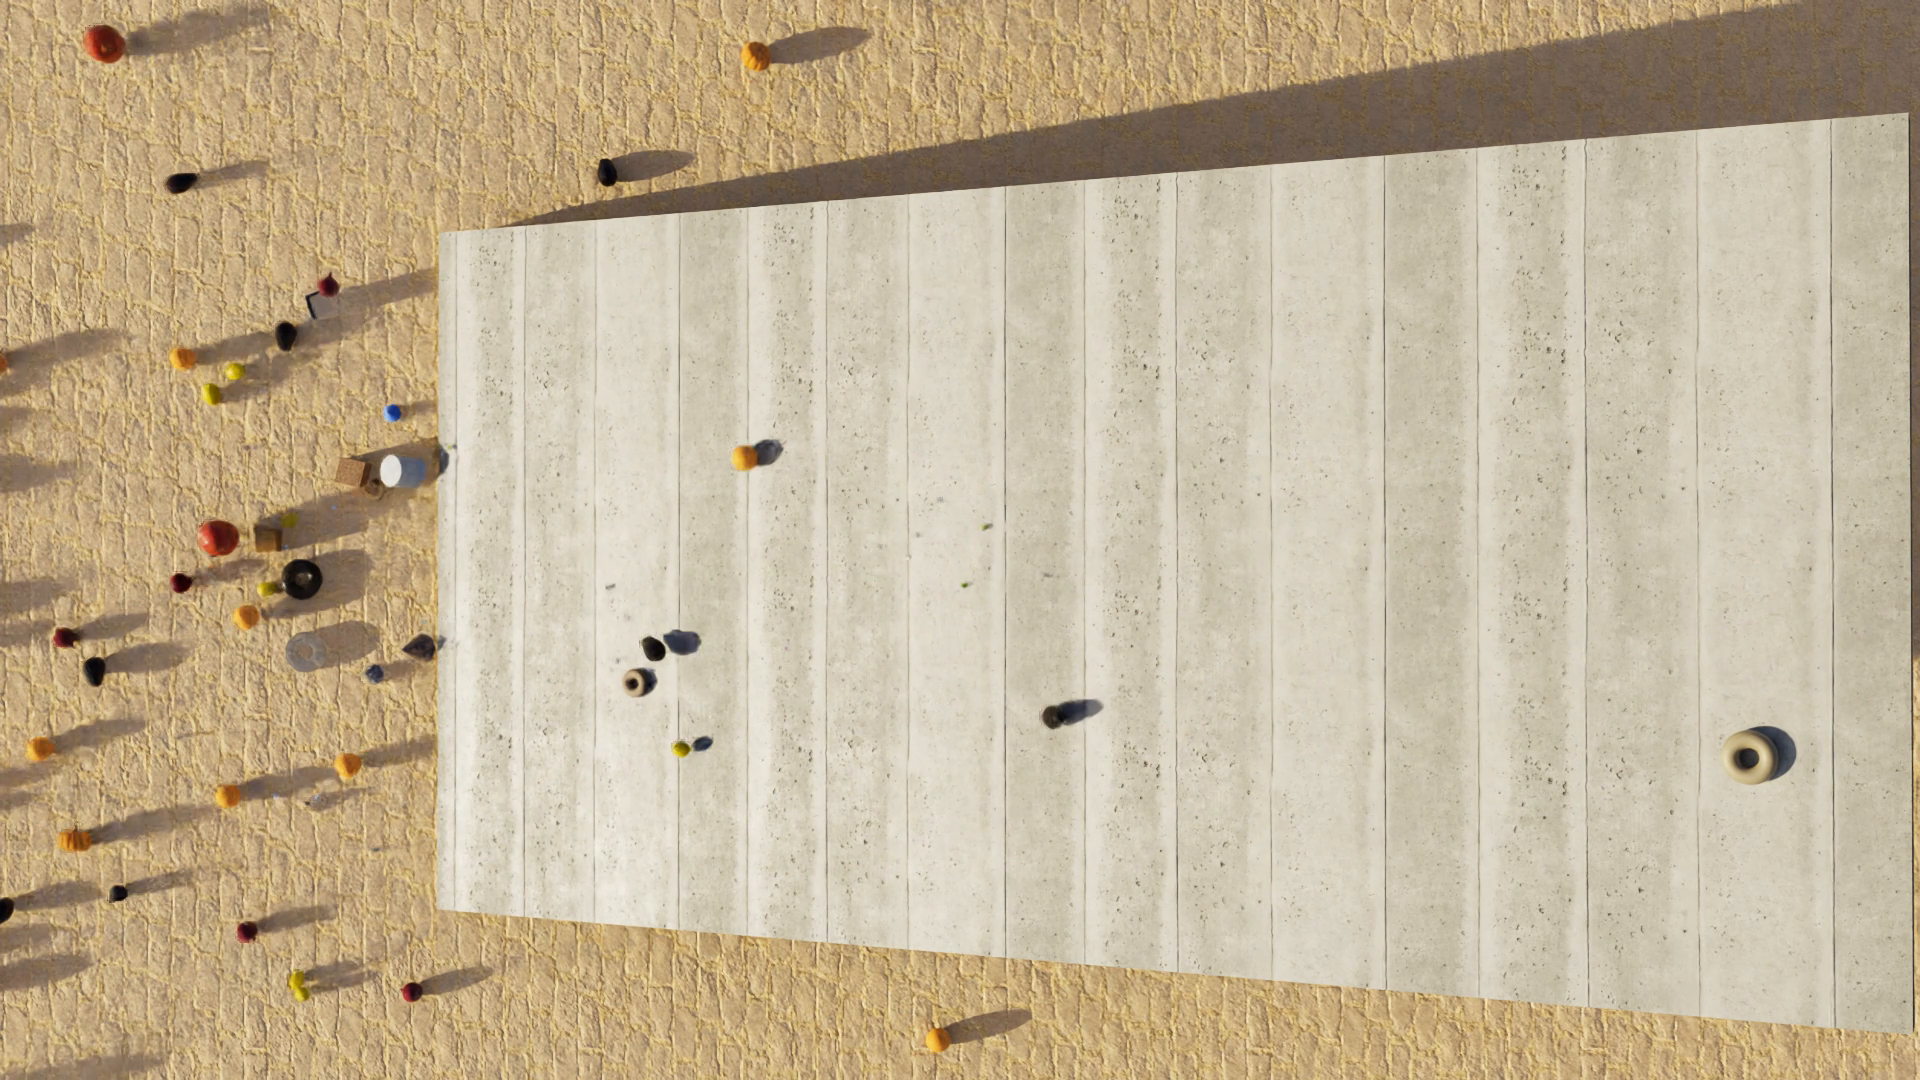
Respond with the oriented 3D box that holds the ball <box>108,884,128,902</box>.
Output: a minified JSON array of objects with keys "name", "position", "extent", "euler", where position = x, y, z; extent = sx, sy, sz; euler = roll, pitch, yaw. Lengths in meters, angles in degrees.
[{"name":"ball","position":[-2.510,1.053,6.556],"extent":[0.052,0.052,0.052],"euler":[0,89,0]}]

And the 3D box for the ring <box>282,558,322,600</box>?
[{"name":"ring","position":[-1.968,0.117,6.573],"extent":[0.122,0.041,0.122],"euler":[0,90,-1]}]

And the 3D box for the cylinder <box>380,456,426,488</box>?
[{"name":"cylinder","position":[-1.651,-0.202,6.521],"extent":[0.093,0.093,0.093],"euler":[-1,88,37]}]

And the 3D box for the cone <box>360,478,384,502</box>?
[{"name":"cone","position":[-1.763,-0.154,6.549],"extent":[0.070,0.070,0.070],"euler":[-3,84,24]}]

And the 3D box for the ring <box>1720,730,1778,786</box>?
[{"name":"ring","position":[1.756,0.484,4.891],"extent":[0.123,0.041,0.123],"euler":[0,90,25]}]

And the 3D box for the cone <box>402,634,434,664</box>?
[{"name":"cone","position":[-1.617,0.324,6.489],"extent":[0.092,0.092,0.092],"euler":[0,89,30]}]

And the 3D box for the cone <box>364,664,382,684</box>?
[{"name":"cone","position":[-1.761,0.400,6.554],"extent":[0.061,0.061,0.061],"euler":[-1,84,7]}]

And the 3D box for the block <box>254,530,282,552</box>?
[{"name":"block","position":[-2.064,0.005,6.563],"extent":[0.062,0.062,0.062],"euler":[-2,89,0]}]

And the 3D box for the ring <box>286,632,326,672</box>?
[{"name":"ring","position":[-1.954,0.335,6.570],"extent":[0.124,0.041,0.124],"euler":[0,90,1]}]

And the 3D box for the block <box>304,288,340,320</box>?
[{"name":"block","position":[-1.903,-0.703,6.567],"extent":[0.071,0.071,0.071],"euler":[-18,89,0]}]

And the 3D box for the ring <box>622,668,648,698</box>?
[{"name":"ring","position":[-0.913,0.403,6.181],"extent":[0.083,0.028,0.083],"euler":[0,89,24]}]

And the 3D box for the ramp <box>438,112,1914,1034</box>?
[{"name":"ramp","position":[0.281,0.081,5.682],"extent":[4.000,0.100,2.000],"euler":[0,89,26]}]

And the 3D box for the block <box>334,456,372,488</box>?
[{"name":"block","position":[-1.809,-0.201,6.558],"extent":[0.076,0.076,0.076],"euler":[14,89,0]}]

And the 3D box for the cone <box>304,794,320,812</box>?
[{"name":"cone","position":[-1.927,0.797,6.574],"extent":[0.050,0.050,0.050],"euler":[-18,116,0]}]

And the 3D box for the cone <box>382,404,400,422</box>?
[{"name":"cone","position":[-1.705,-0.381,6.571],"extent":[0.054,0.054,0.054],"euler":[0,89,-1]}]
